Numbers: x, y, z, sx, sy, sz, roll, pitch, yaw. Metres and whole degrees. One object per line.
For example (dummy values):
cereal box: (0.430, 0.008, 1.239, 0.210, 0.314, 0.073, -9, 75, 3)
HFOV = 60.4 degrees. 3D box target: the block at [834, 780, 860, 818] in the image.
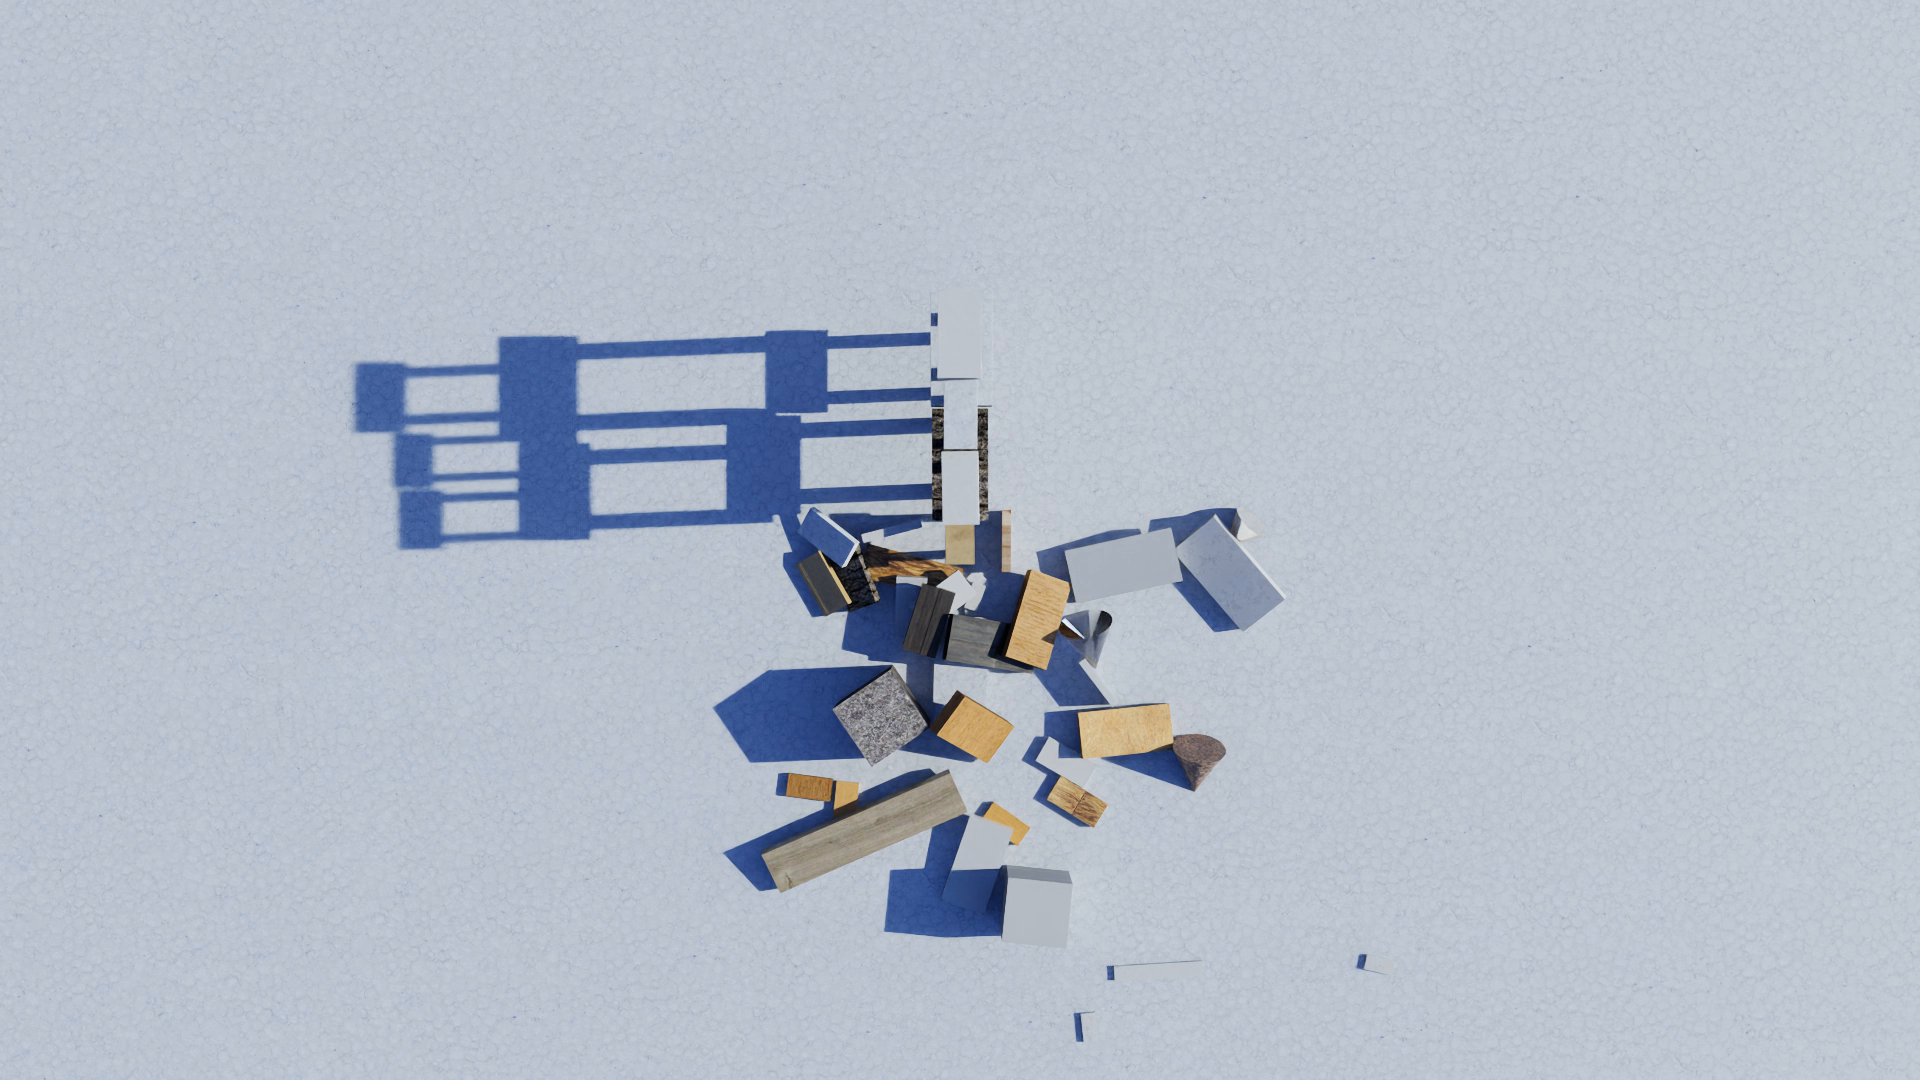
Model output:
block: (-0.380, 0.879, 5.489, 0.074, 0.021, 0.149, 6, 90, 0)

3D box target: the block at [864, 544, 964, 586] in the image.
block: (-0.161, 0.108, 5.484, 0.333, 0.032, 0.113, 15, 90, 0)

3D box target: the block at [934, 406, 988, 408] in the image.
block: (0.003, -0.277, 5.147, 0.165, 0.047, 0.329, 0, 90, 0)

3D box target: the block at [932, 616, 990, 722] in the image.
block: (0.003, 0.433, 5.475, 0.179, 0.051, 0.357, 1, 90, 0)

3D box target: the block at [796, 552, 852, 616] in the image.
block: (-0.452, 0.144, 5.467, 0.100, 0.028, 0.200, -30, 90, 24)

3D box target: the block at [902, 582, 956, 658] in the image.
block: (-0.103, 0.264, 5.402, 0.113, 0.032, 0.226, 17, 94, -6)

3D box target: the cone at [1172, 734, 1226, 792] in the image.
cone: (0.784, 0.763, 5.461, 0.175, 0.175, 0.175, 2, 117, 0)

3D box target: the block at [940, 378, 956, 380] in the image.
block: (-0.001, -0.476, 4.602, 0.118, 0.236, 0.033, 0, 90, 0)

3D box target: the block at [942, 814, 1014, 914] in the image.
block: (0.057, 1.073, 5.467, 0.149, 0.042, 0.299, 19, 94, 1)

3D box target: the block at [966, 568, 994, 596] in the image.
block: (0.068, 0.143, 5.494, 0.090, 0.013, 0.045, 43, 90, 0)

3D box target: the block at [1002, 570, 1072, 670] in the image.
block: (0.253, 0.263, 5.435, 0.149, 0.042, 0.299, 20, 80, -17)

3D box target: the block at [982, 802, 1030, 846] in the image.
block: (0.152, 0.944, 5.489, 0.149, 0.021, 0.074, 35, 90, 0)

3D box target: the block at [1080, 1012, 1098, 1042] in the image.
block: (0.430, 1.622, 5.493, 0.048, 0.014, 0.096, -6, 90, 0)

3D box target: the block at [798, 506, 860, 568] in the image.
block: (-0.435, -0.010, 5.440, 0.200, 0.028, 0.100, 37, 114, 16)

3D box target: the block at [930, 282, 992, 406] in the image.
block: (0.004, -0.562, 4.745, 0.177, 0.050, 0.354, 0, 90, 0)

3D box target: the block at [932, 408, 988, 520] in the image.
block: (0.000, -0.218, 4.777, 0.162, 0.046, 0.324, 0, 90, 0)

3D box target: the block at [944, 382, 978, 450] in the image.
block: (0.002, -0.340, 4.524, 0.091, 0.026, 0.183, 0, 90, 0)

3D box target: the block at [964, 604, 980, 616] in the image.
block: (0.035, 0.206, 5.494, 0.045, 0.013, 0.090, -9, 90, 0)

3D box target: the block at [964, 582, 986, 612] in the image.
block: (0.050, 0.188, 5.481, 0.045, 0.013, 0.090, 19, 90, 0)

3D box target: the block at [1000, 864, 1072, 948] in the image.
block: (0.248, 1.197, 5.396, 0.208, 0.208, 0.208, 6, 90, 0)

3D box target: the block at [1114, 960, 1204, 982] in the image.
block: (0.661, 1.434, 5.493, 0.296, 0.014, 0.048, -4, 90, 0)

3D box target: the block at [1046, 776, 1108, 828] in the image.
block: (0.390, 0.869, 5.487, 0.183, 0.026, 0.091, 32, 90, 0)

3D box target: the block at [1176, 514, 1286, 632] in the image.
block: (0.889, 0.110, 5.447, 0.179, 0.051, 0.357, -41, 90, 19)

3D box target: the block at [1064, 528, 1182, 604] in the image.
block: (0.541, 0.084, 5.449, 0.357, 0.051, 0.179, -13, 90, 8)

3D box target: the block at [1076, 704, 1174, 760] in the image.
block: (0.548, 0.633, 5.465, 0.304, 0.043, 0.152, -6, 86, -3)

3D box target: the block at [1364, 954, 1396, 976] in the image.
block: (1.396, 1.414, 5.493, 0.096, 0.014, 0.048, 13, 90, 0)

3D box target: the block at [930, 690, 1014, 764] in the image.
block: (0.041, 0.610, 5.373, 0.043, 0.304, 0.152, 36, 90, 42)

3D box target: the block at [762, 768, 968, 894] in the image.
block: (-0.316, 0.964, 5.462, 0.676, 0.042, 0.149, -23, 103, 0)

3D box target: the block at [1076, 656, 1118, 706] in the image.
block: (0.455, 0.468, 5.454, 0.026, 0.091, 0.183, -37, 90, 0)

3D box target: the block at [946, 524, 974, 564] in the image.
block: (0.000, -0.014, 5.303, 0.092, 0.026, 0.184, 0, 90, 0)

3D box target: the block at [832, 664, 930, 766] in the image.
block: (-0.253, 0.571, 5.388, 0.224, 0.224, 0.224, -34, 90, 0)

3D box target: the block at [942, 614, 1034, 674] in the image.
block: (0.102, 0.341, 5.429, 0.304, 0.043, 0.152, 10, 87, -18)

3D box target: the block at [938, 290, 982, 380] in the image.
block: (-0.001, -0.556, 4.468, 0.118, 0.033, 0.236, 0, 90, 0)

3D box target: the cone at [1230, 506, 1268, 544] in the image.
cone: (0.924, -0.016, 5.470, 0.133, 0.133, 0.133, 42, 117, 0)

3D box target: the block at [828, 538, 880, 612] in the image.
block: (-0.355, 0.115, 5.458, 0.113, 0.032, 0.226, -21, 90, 29)

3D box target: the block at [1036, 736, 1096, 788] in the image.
block: (0.353, 0.739, 5.487, 0.183, 0.026, 0.091, 30, 90, 0)

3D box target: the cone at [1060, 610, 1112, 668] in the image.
cone: (0.433, 0.353, 5.460, 0.179, 0.179, 0.179, -14, 117, 0)

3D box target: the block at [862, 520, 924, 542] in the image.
block: (-0.223, -0.030, 5.450, 0.200, 0.100, 0.028, -15, 90, 0)

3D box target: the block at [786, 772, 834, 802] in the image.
block: (-0.500, 0.822, 5.489, 0.148, 0.021, 0.074, 8, 90, 0)

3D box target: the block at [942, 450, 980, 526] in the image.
block: (0.001, -0.143, 4.538, 0.101, 0.029, 0.202, -1, 90, 0)

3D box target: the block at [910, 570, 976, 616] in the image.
block: (-0.057, 0.197, 5.429, 0.202, 0.029, 0.101, -37, 97, 0)

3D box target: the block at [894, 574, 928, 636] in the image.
block: (-0.162, 0.220, 5.464, 0.101, 0.029, 0.203, 3, 101, 2)

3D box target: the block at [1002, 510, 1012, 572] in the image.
block: (0.152, 0.003, 5.449, 0.029, 0.101, 0.203, 0, 90, 0)
